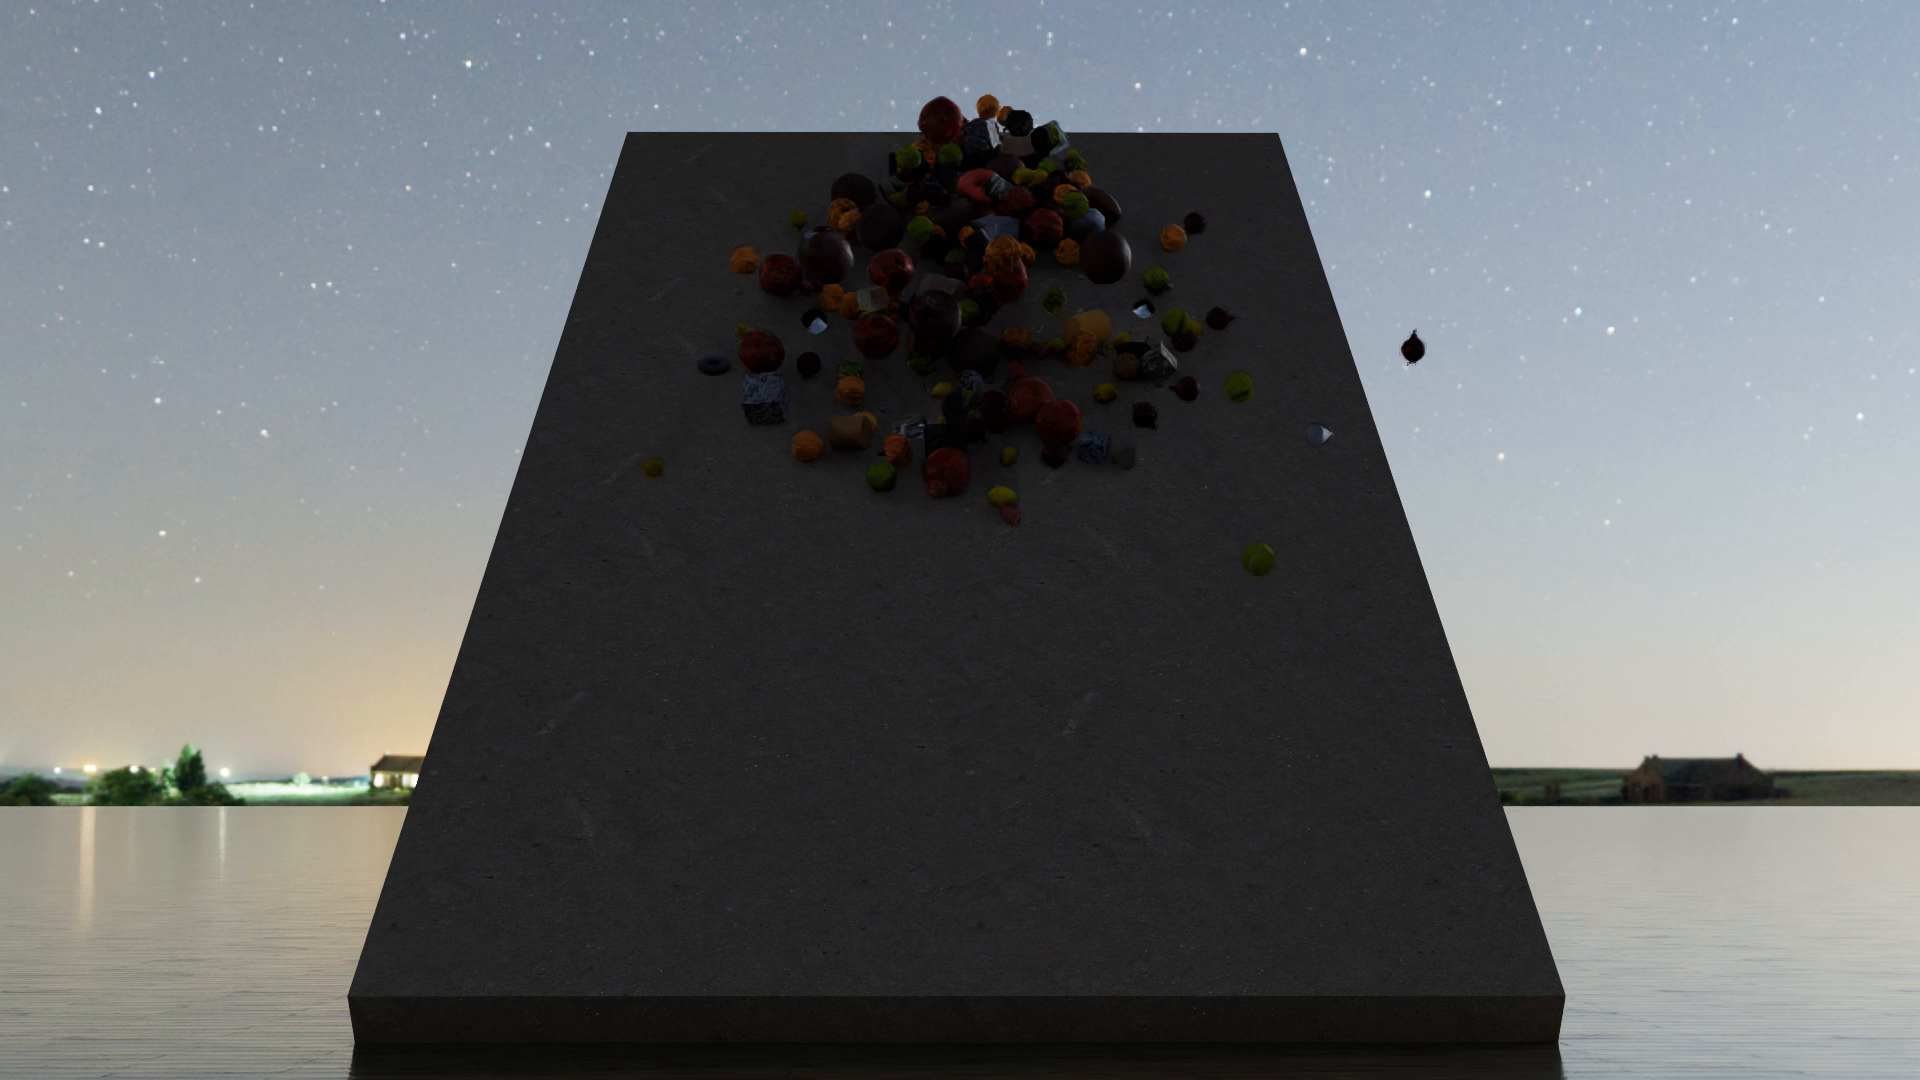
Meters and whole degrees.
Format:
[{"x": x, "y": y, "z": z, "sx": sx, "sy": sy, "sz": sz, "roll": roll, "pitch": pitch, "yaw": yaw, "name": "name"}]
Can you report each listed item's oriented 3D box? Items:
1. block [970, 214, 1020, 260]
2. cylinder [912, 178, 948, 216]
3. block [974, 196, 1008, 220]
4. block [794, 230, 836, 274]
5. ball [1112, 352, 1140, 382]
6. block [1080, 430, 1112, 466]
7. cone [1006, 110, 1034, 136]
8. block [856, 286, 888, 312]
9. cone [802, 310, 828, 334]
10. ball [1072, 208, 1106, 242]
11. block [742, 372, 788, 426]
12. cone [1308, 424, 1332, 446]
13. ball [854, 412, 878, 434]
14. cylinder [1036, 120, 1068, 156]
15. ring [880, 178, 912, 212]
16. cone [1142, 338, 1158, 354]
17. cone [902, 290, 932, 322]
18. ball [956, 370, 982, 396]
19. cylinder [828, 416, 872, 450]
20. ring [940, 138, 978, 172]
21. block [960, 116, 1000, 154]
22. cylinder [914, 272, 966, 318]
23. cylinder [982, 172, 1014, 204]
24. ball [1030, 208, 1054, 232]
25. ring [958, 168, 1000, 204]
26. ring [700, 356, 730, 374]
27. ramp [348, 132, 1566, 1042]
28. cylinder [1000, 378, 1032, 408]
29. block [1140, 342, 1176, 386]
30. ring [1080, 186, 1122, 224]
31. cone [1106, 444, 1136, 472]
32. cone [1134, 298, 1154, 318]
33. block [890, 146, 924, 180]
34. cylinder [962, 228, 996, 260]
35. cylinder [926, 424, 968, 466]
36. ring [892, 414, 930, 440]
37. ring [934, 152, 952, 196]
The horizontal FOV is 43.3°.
[{"x": 0.095, "y": -0.821, "z": 6.560, "sx": 0.096, "sy": 0.096, "sz": 0.096, "roll": 13, "pitch": 25, "yaw": 34, "name": "block"}, {"x": -0.084, "y": -0.969, "z": 6.826, "sx": 0.078, "sy": 0.078, "sz": 0.078, "roll": -20, "pitch": -20, "yaw": -7, "name": "cylinder"}, {"x": 0.086, "y": -0.941, "z": 6.786, "sx": 0.080, "sy": 0.080, "sz": 0.080, "roll": 8, "pitch": -45, "yaw": 8, "name": "block"}, {"x": -0.384, "y": -0.763, "z": 6.398, "sx": 0.080, "sy": 0.080, "sz": 0.080, "roll": 21, "pitch": 21, "yaw": 4, "name": "block"}, {"x": 0.408, "y": -0.425, "z": 5.928, "sx": 0.069, "sy": 0.069, "sz": 0.069, "roll": 0, "pitch": -6, "yaw": 0, "name": "ball"}, {"x": 0.313, "y": -0.211, "z": 5.573, "sx": 0.055, "sy": 0.055, "sz": 0.055, "roll": 13, "pitch": 32, "yaw": 21, "name": "block"}, {"x": 0.163, "y": -1.188, "z": 6.998, "sx": 0.086, "sy": 0.086, "sz": 0.086, "roll": -2, "pitch": 35, "yaw": 20, "name": "cone"}, {"x": -0.222, "y": -0.610, "z": 6.110, "sx": 0.052, "sy": 0.052, "sz": 0.052, "roll": -20, "pitch": 21, "yaw": -37, "name": "block"}, {"x": -0.365, "y": -0.572, "z": 6.181, "sx": 0.067, "sy": 0.067, "sz": 0.067, "roll": -1, "pitch": 27, "yaw": 9, "name": "cone"}, {"x": 0.355, "y": -0.870, "z": 6.671, "sx": 0.096, "sy": 0.096, "sz": 0.096, "roll": 0, "pitch": -6, "yaw": 0, "name": "ball"}, {"x": -0.461, "y": -0.334, "z": 5.706, "sx": 0.087, "sy": 0.087, "sz": 0.087, "roll": -4, "pitch": -32, "yaw": 8, "name": "block"}, {"x": 0.842, "y": -0.245, "z": 5.583, "sx": 0.054, "sy": 0.054, "sz": 0.054, "roll": -7, "pitch": -1, "yaw": -33, "name": "cone"}, {"x": -0.226, "y": -0.270, "z": 5.661, "sx": 0.064, "sy": 0.064, "sz": 0.064, "roll": 0, "pitch": -6, "yaw": 0, "name": "ball"}, {"x": 0.275, "y": -1.204, "z": 7.238, "sx": 0.077, "sy": 0.077, "sz": 0.077, "roll": -24, "pitch": 22, "yaw": 10, "name": "cylinder"}, {"x": -0.184, "y": -0.981, "z": 6.868, "sx": 0.037, "sy": 0.112, "sz": 0.112, "roll": -40, "pitch": -24, "yaw": 22, "name": "ring"}, {"x": 0.469, "y": -0.467, "z": 6.045, "sx": 0.057, "sy": 0.057, "sz": 0.057, "roll": 34, "pitch": -21, "yaw": 15, "name": "cone"}, {"x": -0.112, "y": -0.615, "z": 6.239, "sx": 0.081, "sy": 0.081, "sz": 0.081, "roll": -1, "pitch": 30, "yaw": 1, "name": "cone"}, {"x": 0.023, "y": -0.382, "z": 5.856, "sx": 0.065, "sy": 0.065, "sz": 0.065, "roll": 0, "pitch": -6, "yaw": 0, "name": "ball"}, {"x": -0.254, "y": -0.248, "z": 5.591, "sx": 0.077, "sy": 0.077, "sz": 0.077, "roll": 1, "pitch": -6, "yaw": 18, "name": "cylinder"}, {"x": -0.001, "y": -1.139, "z": 7.140, "sx": 0.120, "sy": 0.120, "sz": 0.040, "roll": 2, "pitch": -34, "yaw": -21, "name": "ring"}, {"x": 0.053, "y": -1.069, "z": 6.387, "sx": 0.073, "sy": 0.073, "sz": 0.073, "roll": -10, "pitch": 16, "yaw": 20, "name": "block"}, {"x": -0.051, "y": -0.618, "z": 6.116, "sx": 0.099, "sy": 0.099, "sz": 0.099, "roll": 14, "pitch": -2, "yaw": 16, "name": "cylinder"}, {"x": 0.097, "y": -0.919, "z": 6.320, "sx": 0.062, "sy": 0.062, "sz": 0.062, "roll": 32, "pitch": -9, "yaw": -3, "name": "cylinder"}, {"x": 0.228, "y": -0.893, "z": 6.738, "sx": 0.067, "sy": 0.067, "sz": 0.067, "roll": 0, "pitch": -6, "yaw": 0, "name": "ball"}, {"x": 0.062, "y": -0.987, "z": 6.739, "sx": 0.135, "sy": 0.135, "sz": 0.045, "roll": 1, "pitch": -46, "yaw": -8, "name": "ring"}, {"x": -0.607, "y": -0.431, "z": 5.977, "sx": 0.077, "sy": 0.026, "sz": 0.077, "roll": 0, "pitch": 30, "yaw": 0, "name": "ring"}, {"x": -0.013, "y": -0.209, "z": 5.722, "sx": 2.000, "sy": 0.100, "sz": 4.000, "roll": 0, "pitch": 30, "yaw": 0, "name": "ramp"}, {"x": 0.137, "y": -0.355, "z": 5.814, "sx": 0.061, "sy": 0.061, "sz": 0.061, "roll": 11, "pitch": -3, "yaw": 18, "name": "cylinder"}, {"x": 0.487, "y": -0.433, "z": 5.923, "sx": 0.063, "sy": 0.063, "sz": 0.063, "roll": -36, "pitch": 21, "yaw": 22, "name": "block"}, {"x": 0.395, "y": -0.939, "z": 6.776, "sx": 0.131, "sy": 0.044, "sz": 0.131, "roll": 36, "pitch": -14, "yaw": 10, "name": "ring"}, {"x": 0.358, "y": -0.194, "z": 5.532, "sx": 0.065, "sy": 0.065, "sz": 0.065, "roll": 10, "pitch": 1, "yaw": 34, "name": "cone"}, {"x": 0.480, "y": -0.612, "z": 6.259, "sx": 0.055, "sy": 0.055, "sz": 0.055, "roll": -2, "pitch": 37, "yaw": 14, "name": "cone"}, {"x": -0.153, "y": -1.080, "z": 6.914, "sx": 0.072, "sy": 0.072, "sz": 0.072, "roll": 13, "pitch": 28, "yaw": 27, "name": "block"}, {"x": 0.050, "y": -0.785, "z": 6.406, "sx": 0.063, "sy": 0.063, "sz": 0.063, "roll": -33, "pitch": 7, "yaw": 5, "name": "cylinder"}, {"x": -0.031, "y": -0.218, "z": 5.542, "sx": 0.094, "sy": 0.094, "sz": 0.094, "roll": 0, "pitch": -6, "yaw": 0, "name": "cylinder"}, {"x": -0.114, "y": -0.267, "z": 5.691, "sx": 0.092, "sy": 0.031, "sz": 0.092, "roll": -1, "pitch": 31, "yaw": 0, "name": "ring"}, {"x": -0.047, "y": -1.050, "z": 6.942, "sx": 0.044, "sy": 0.133, "sz": 0.133, "roll": -4, "pitch": -6, "yaw": -4, "name": "ring"}]
